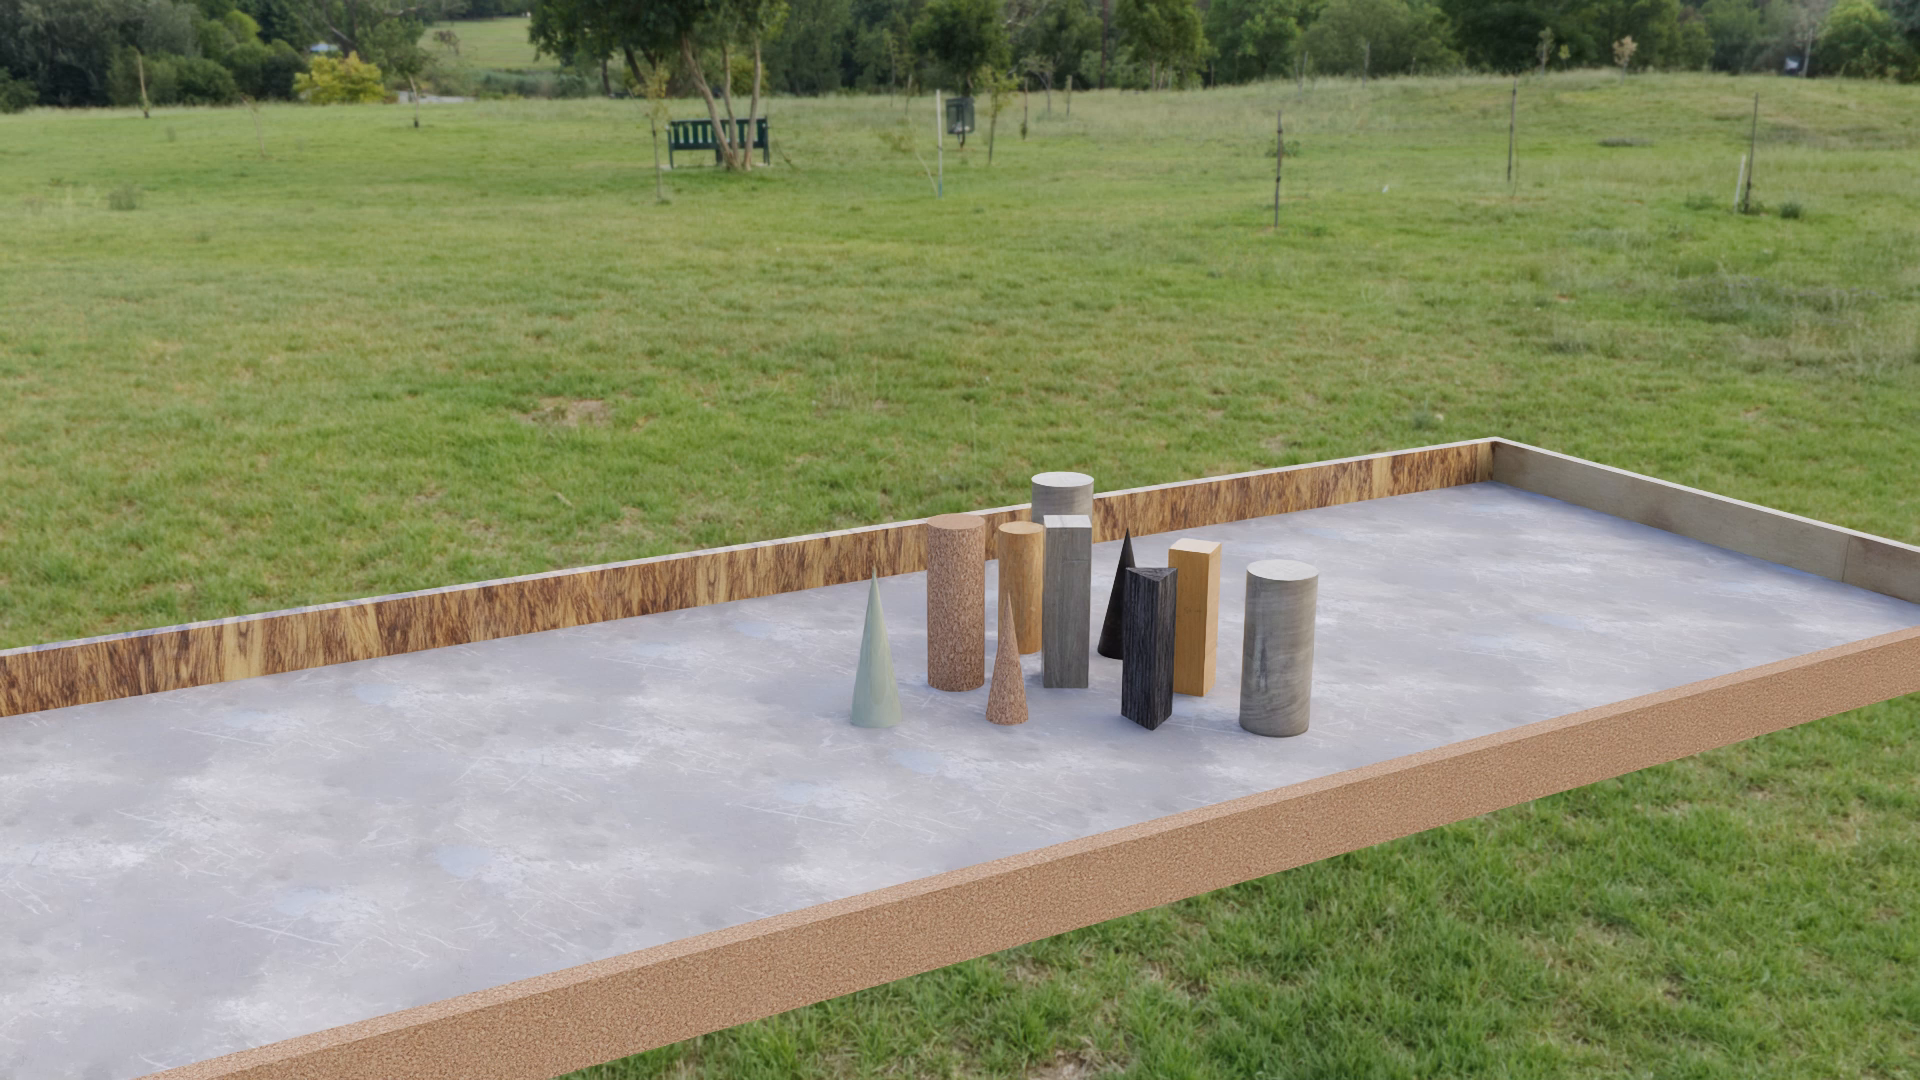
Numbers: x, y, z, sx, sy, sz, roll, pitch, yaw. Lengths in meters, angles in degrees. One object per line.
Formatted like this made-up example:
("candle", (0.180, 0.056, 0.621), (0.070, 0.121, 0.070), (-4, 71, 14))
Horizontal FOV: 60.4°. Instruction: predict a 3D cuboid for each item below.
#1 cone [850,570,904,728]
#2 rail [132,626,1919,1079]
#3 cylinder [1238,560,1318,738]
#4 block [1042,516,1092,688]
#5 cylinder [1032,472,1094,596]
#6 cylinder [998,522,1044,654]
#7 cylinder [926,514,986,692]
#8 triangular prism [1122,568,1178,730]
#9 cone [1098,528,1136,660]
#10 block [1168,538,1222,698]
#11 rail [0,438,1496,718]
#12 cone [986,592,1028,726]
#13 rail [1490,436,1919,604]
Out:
("cone", (-0.199, 0.239, 3.866), (0.128, 0.380, 0.128), (0, 16, 0))
("rail", (-2.336, 1.006, 1.665), (12.000, 0.150, 0.050), (-9, 18, -27))
("cylinder", (0.738, 0.251, 3.827), (0.162, 0.381, 0.162), (0, 16, 0))
("block", (0.263, 0.153, 4.095), (0.110, 0.416, 0.110), (0, 16, -1))
("cylinder", (0.282, 0.021, 4.587), (0.171, 0.392, 0.171), (0, 16, 0))
("cylinder", (0.160, 0.126, 4.342), (0.119, 0.330, 0.119), (0, 16, 0))
("cylinder", (-0.010, 0.155, 4.087), (0.143, 0.418, 0.143), (0, 16, 0))
("triangular prism", (0.461, 0.247, 3.866), (0.103, 0.365, 0.119), (-10, 19, -30))
("cone", (0.434, 0.126, 4.312), (0.143, 0.345, 0.143), (0, 16, 0))
("block", (0.572, 0.190, 4.056), (0.102, 0.368, 0.102), (8, 18, 24))
("rail", (-3.305, 0.497, 3.399), (12.000, 0.150, 0.050), (-9, 18, -27))
("cone", (0.112, 0.266, 3.877), (0.103, 0.323, 0.103), (0, 16, 0))
("rail", (2.466, -0.048, 5.253), (0.050, 0.150, 2.100), (-9, 18, -27))
